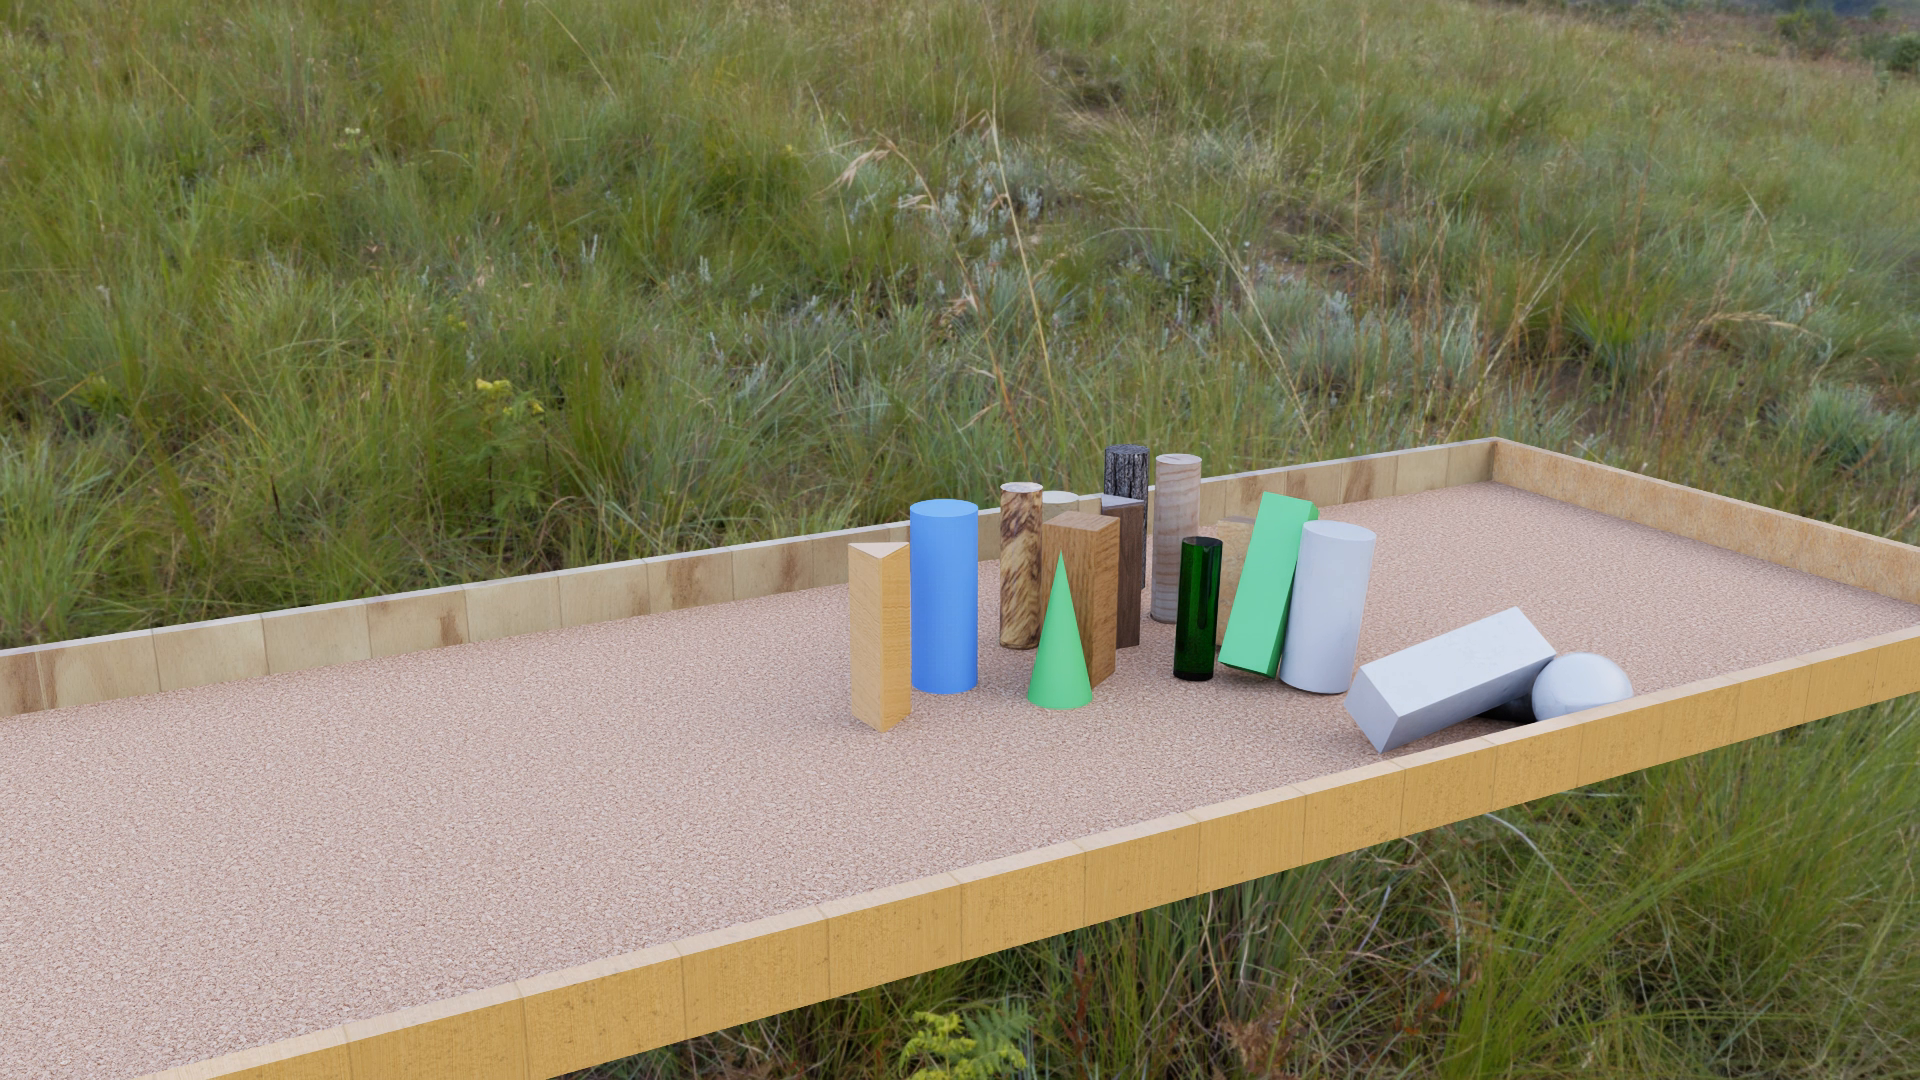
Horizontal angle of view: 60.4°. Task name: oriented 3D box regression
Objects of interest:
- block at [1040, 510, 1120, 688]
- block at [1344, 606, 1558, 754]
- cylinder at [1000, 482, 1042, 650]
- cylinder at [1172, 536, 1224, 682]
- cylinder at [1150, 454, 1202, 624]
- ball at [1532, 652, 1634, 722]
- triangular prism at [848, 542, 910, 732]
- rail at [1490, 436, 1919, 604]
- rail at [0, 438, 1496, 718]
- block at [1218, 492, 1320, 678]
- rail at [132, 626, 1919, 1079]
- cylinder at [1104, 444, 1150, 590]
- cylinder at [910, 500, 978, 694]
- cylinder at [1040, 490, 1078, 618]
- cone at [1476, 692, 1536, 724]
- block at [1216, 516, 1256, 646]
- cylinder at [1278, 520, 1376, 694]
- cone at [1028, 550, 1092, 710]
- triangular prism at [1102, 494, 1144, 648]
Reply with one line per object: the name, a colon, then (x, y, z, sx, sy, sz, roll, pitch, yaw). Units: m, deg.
block: (0.299, 0.148, 4.126, 0.143, 0.408, 0.143, 9, 18, 28)
block: (1.120, 0.318, 3.775, 0.450, 0.148, 0.148, -18, 54, -20)
cylinder: (0.161, 0.069, 4.353, 0.110, 0.432, 0.110, 0, 16, 0)
cylinder: (0.597, 0.172, 4.140, 0.102, 0.349, 0.102, 2, 14, 0)
cylinder: (0.595, -0.002, 4.554, 0.124, 0.456, 0.124, 0, 16, 0)
ball: (1.408, 0.363, 3.729, 0.219, 0.219, 0.219, 0, 16, 0)
triangular prism: (-0.169, 0.219, 3.859, 0.121, 0.424, 0.139, -11, 20, -32)
rail: (2.466, -0.048, 5.253, 0.050, 0.150, 2.100, -9, 18, -27)
rail: (-3.305, 0.497, 3.399, 12.000, 0.150, 0.050, -9, 18, -27)
block: (0.778, 0.114, 4.147, 0.124, 0.442, 0.124, 14, -6, 23)
rail: (-2.336, 1.006, 1.665, 12.000, 0.150, 0.050, -9, 18, -27)
cylinder: (0.485, -0.064, 4.836, 0.129, 0.415, 0.129, 0, 16, 0)
cylinder: (-0.039, 0.139, 4.078, 0.166, 0.453, 0.166, 0, 16, 0)
cylinder: (0.262, 0.043, 4.611, 0.134, 0.337, 0.134, 0, 16, 0)
cone: (1.345, 0.398, 3.876, 0.455, 0.144, 0.144, 16, 21, 19)
block: (0.766, 0.112, 4.357, 0.161, 0.327, 0.161, 7, 8, 23)
cylinder: (0.907, 0.163, 4.075, 0.178, 0.392, 0.178, 6, 15, -2)
cone: (0.243, 0.203, 3.989, 0.161, 0.379, 0.161, -1, 17, 0)
triangular prism: (0.400, 0.083, 4.367, 0.125, 0.397, 0.108, -8, 18, -26)
